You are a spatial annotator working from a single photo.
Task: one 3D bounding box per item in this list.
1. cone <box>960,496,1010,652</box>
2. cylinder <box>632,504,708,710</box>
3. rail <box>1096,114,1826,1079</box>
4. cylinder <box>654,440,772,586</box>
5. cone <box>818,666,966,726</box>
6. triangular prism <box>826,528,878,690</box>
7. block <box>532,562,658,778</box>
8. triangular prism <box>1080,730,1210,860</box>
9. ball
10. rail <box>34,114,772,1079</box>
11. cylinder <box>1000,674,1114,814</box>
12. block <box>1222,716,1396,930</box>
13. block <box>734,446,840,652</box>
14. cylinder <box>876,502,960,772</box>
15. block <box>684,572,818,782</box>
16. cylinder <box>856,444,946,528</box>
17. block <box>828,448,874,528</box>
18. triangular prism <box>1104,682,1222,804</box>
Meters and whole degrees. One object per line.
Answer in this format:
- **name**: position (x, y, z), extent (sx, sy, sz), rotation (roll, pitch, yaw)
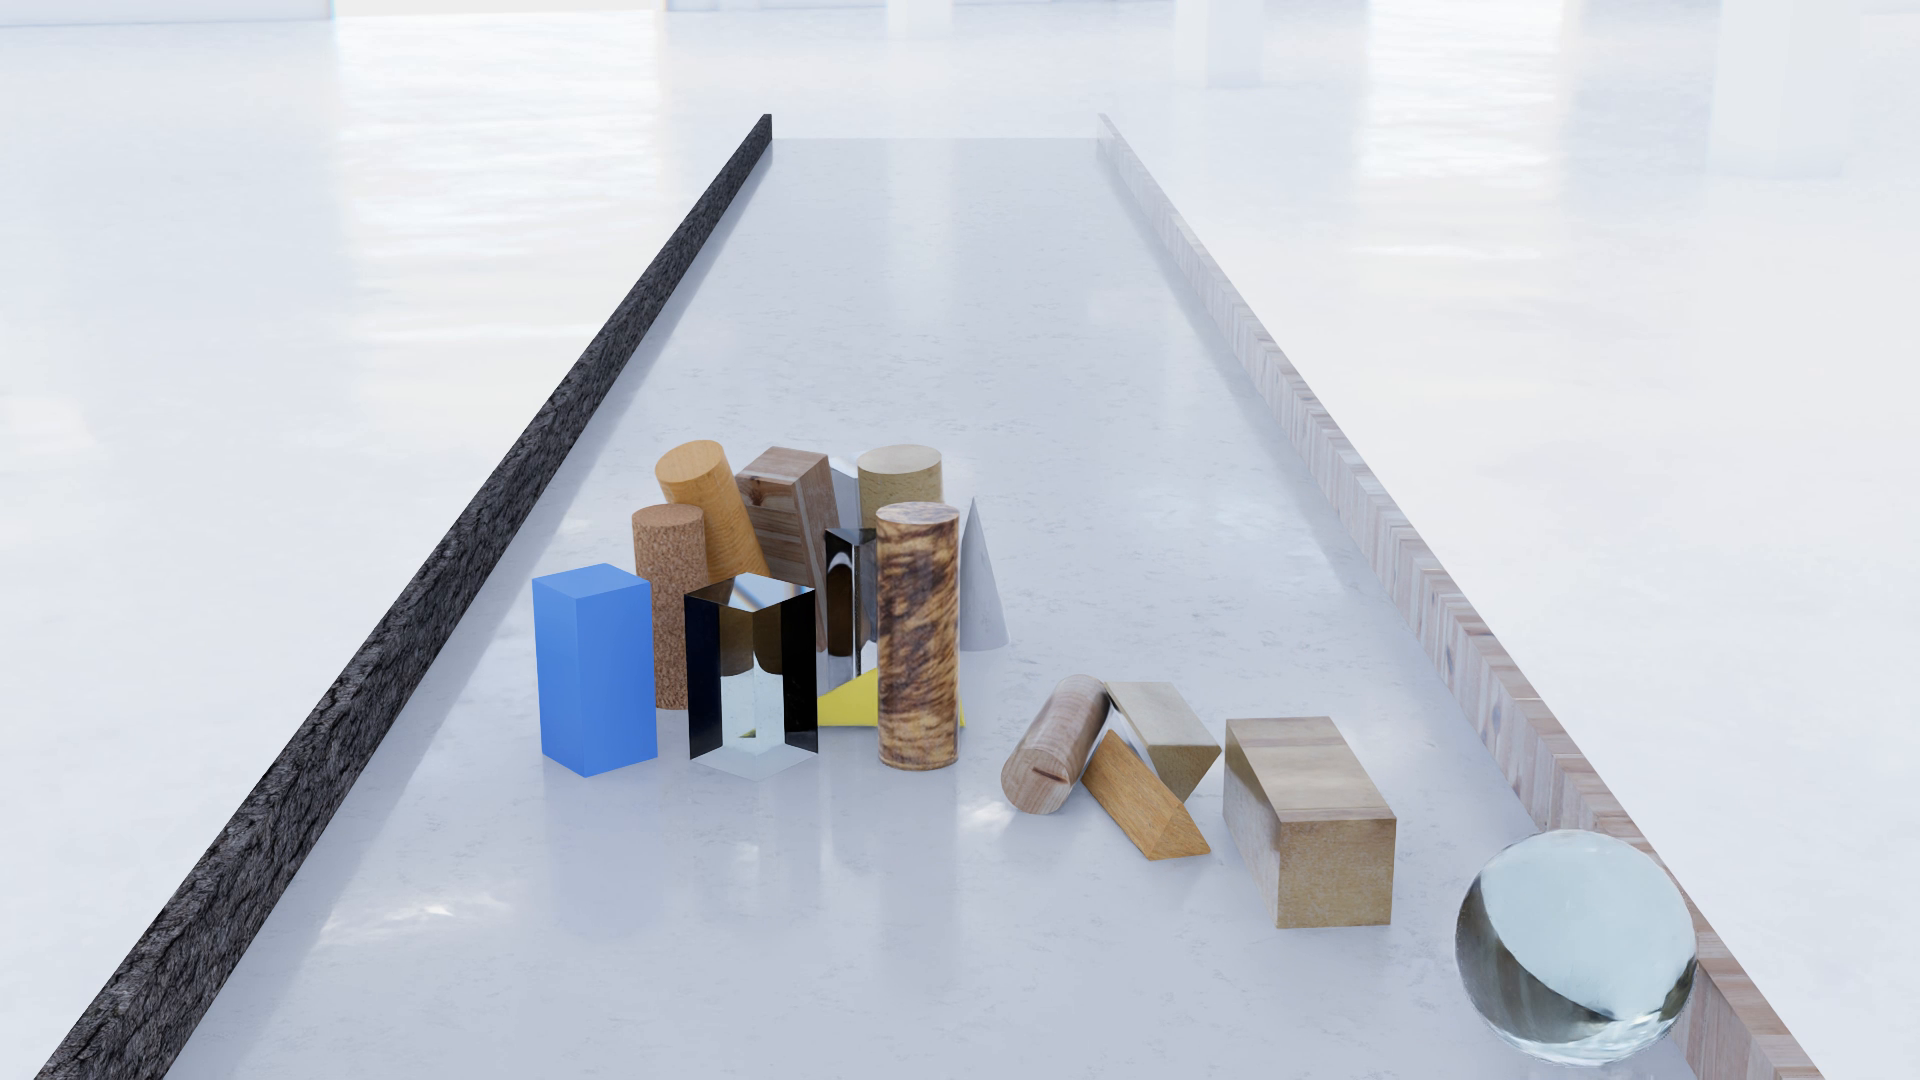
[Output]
- **cone**: position (0.028, 0.056, 4.495), extent (0.154, 0.309, 0.154), rotation (0, 17, 0)
- **cylinder**: position (-0.538, 0.126, 4.148), extent (0.133, 0.367, 0.133), rotation (-2, 20, 1)
- **rail**: position (0.932, -0.844, 7.801), extent (0.050, 0.150, 12.000), rotation (0, 17, -1)
- **cylinder**: position (-0.456, 0.030, 4.297), extent (0.137, 0.457, 0.137), rotation (-12, 35, 8)
- **cone**: position (-0.187, 0.301, 4.064), extent (0.361, 0.178, 0.178), rotation (-14, 17, 2)
- **triangular prism**: position (-0.203, 0.146, 4.154), extent (0.113, 0.332, 0.130), rotation (10, 19, 29)
- **block**: position (-0.644, 0.228, 3.886), extent (0.149, 0.328, 0.149), rotation (-13, 21, -38)
- **triangular prism**: position (0.305, 0.416, 3.658), extent (0.106, 0.092, 0.333), rotation (-5, 17, -15)
- **ball**: position (0.807, 0.534, 2.891), extent (0.307, 0.307, 0.307), rotation (0, 17, 0)
- **rail**: position (-1.118, -0.838, 7.780), extent (0.050, 0.150, 12.000), rotation (0, 17, -1)
- **cylinder**: position (0.174, 0.352, 3.838), extent (0.118, 0.118, 0.374), rotation (4, 17, 15)
- **block**: position (0.541, 0.436, 3.459), extent (0.173, 0.173, 0.419), rotation (-1, 17, -4)
- **block**: position (-0.330, 0.019, 4.446), extent (0.135, 0.387, 0.135), rotation (10, 33, 29)
- **cylinder**: position (-0.073, 0.169, 3.865), extent (0.145, 0.451, 0.145), rotation (0, 16, 0)
- **block**: position (-0.367, 0.239, 3.880), extent (0.162, 0.310, 0.162), rotation (12, 21, 36)
- **cylinder**: position (-0.105, 0.038, 4.332), extent (0.165, 0.421, 0.165), rotation (-3, 22, 1)
- **block**: position (-0.170, 0.004, 4.581), extent (0.161, 0.349, 0.161), rotation (-14, 21, -26)
- **triangular prism**: position (0.331, 0.329, 3.826), extent (0.111, 0.128, 0.316), rotation (32, 9, -17)
